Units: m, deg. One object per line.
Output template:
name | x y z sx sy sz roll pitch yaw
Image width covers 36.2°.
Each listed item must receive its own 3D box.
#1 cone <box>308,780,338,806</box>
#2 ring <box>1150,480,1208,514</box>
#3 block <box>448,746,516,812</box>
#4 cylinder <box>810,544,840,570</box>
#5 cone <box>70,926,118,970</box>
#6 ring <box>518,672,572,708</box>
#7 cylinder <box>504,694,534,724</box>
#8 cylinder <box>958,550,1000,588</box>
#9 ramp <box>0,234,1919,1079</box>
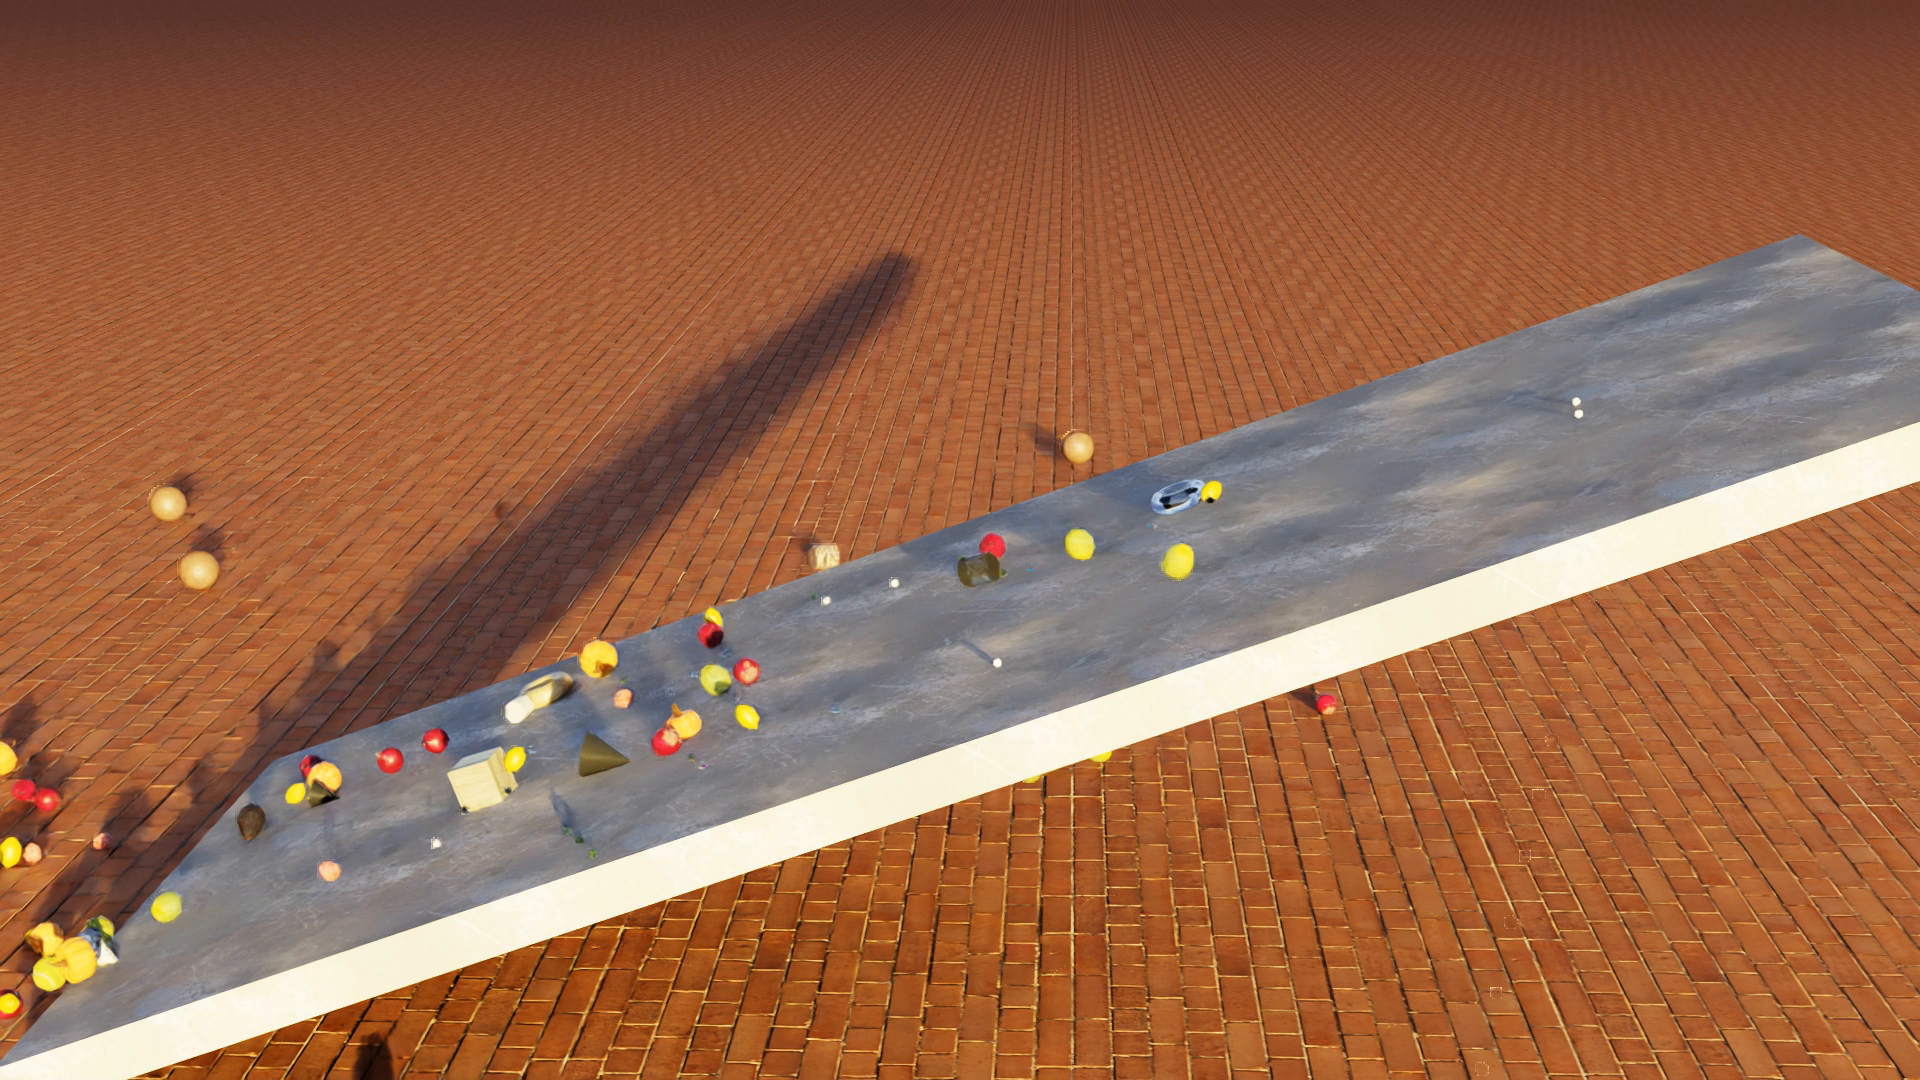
cone | -1.458 0.589 6.765 0.062 0.062 0.062 12 14 5
ring | 0.489 -0.096 6.571 0.134 0.045 0.134 -19 12 4
block | -1.007 0.505 6.205 0.093 0.093 0.093 -17 12 15
cylinder | -0.459 0.058 9.968 0.080 0.080 0.080 -5 14 -20
cone | -1.755 0.849 6.017 0.091 0.091 0.091 16 18 24
ring | -0.985 0.358 6.987 0.139 0.046 0.139 -21 14 6
cylinder | -1.031 0.395 6.876 0.052 0.052 0.052 4 17 16
cylinder | 0.042 0.066 6.519 0.069 0.069 0.069 -21 -2 35
ramp | 0.113 0.178 6.300 4.000 0.100 2.000 -19 11 6
